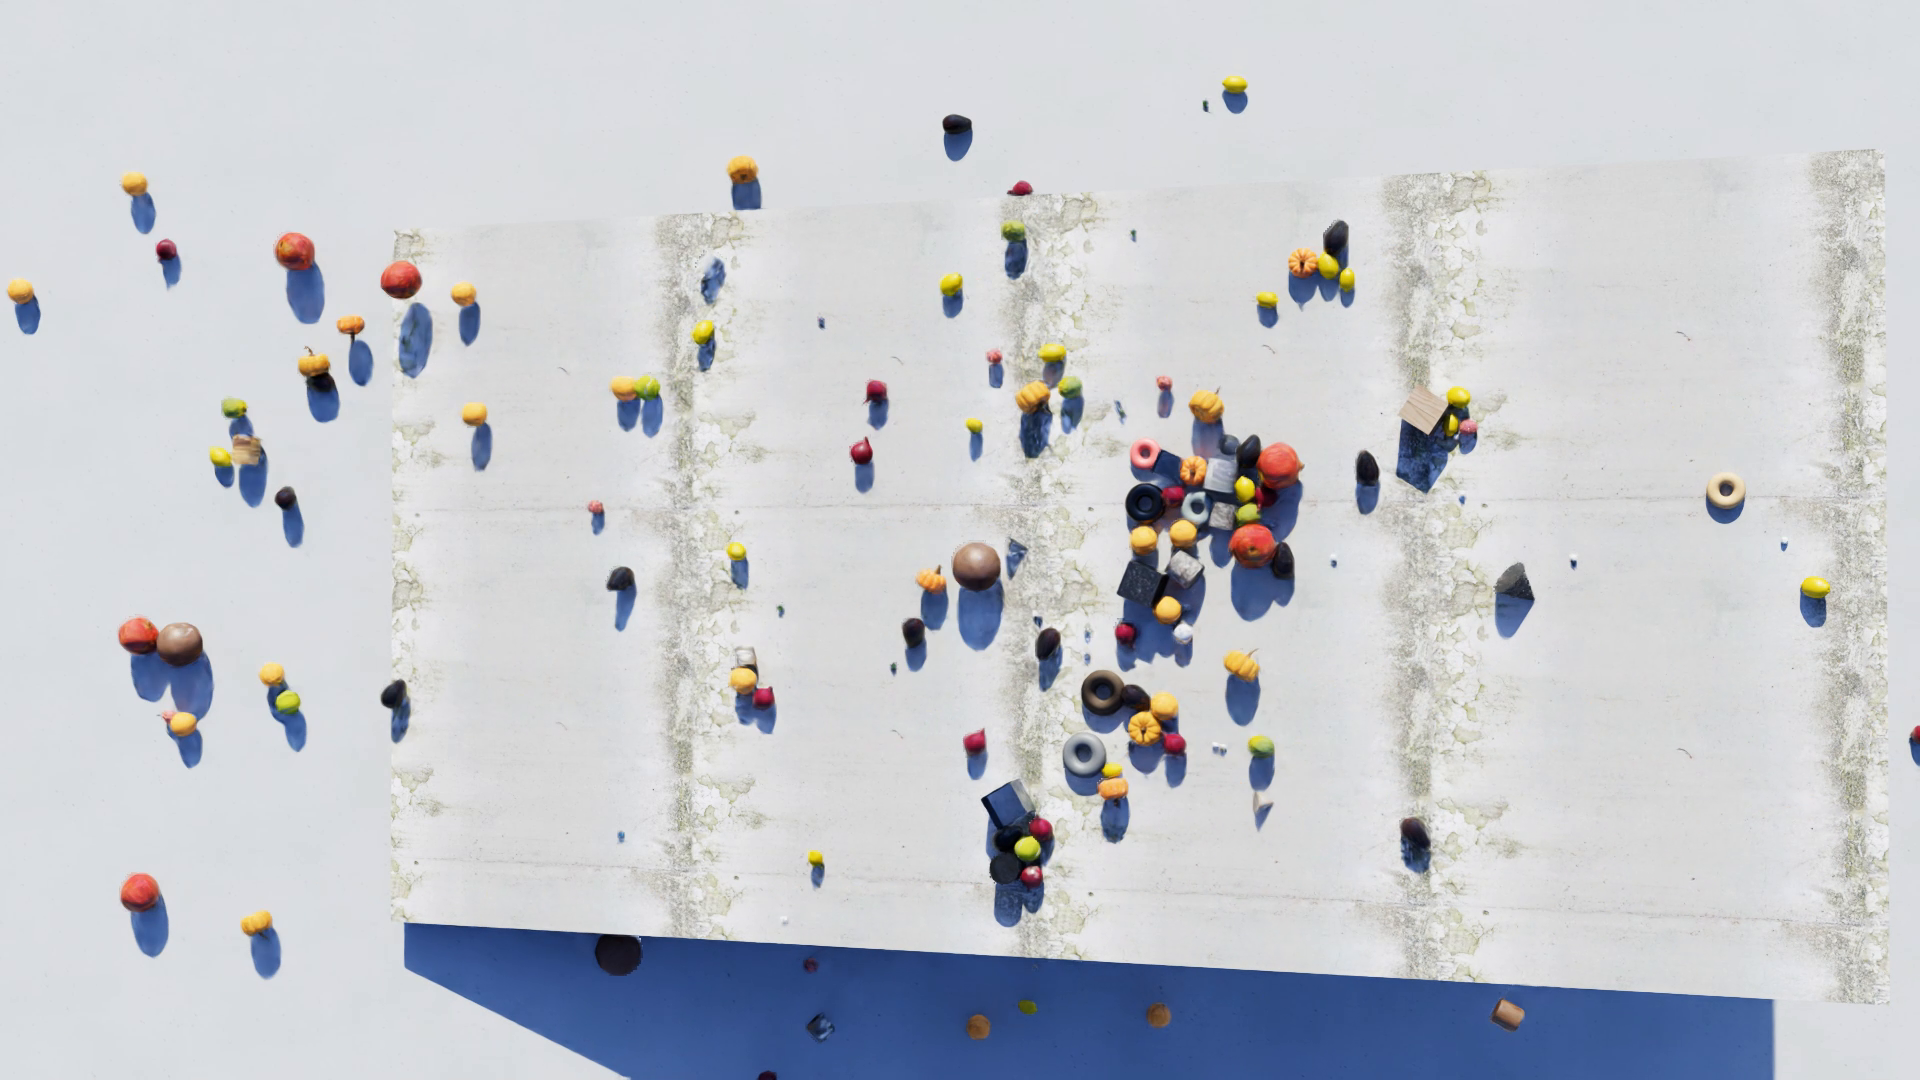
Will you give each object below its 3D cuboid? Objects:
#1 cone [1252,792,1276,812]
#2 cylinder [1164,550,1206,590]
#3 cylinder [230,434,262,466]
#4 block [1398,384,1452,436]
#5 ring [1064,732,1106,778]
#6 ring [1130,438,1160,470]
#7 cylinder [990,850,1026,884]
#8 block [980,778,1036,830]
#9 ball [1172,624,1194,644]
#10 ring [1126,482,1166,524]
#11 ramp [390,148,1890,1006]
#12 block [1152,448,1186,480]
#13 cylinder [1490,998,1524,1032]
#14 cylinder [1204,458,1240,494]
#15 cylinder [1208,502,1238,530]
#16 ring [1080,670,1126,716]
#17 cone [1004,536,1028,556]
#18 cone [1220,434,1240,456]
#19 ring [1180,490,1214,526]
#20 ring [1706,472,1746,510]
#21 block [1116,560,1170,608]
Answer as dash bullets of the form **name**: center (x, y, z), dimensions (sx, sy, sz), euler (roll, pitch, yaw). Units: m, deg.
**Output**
- **cone**: center (0.772, 0.664, 5.561), dimensions (0.051, 0.051, 0.051), euler (2, 89, -9)
- **cylinder**: center (0.573, 0.075, 5.606), dimensions (0.074, 0.074, 0.074), euler (38, 89, 15)
- **cylinder**: center (-2.082, -0.262, 6.417), dimensions (0.079, 0.079, 0.079), euler (8, 95, 0)
- **block**: center (1.146, -0.318, 5.418), dimensions (0.090, 0.090, 0.090), euler (35, 99, 15)
- **ring**: center (0.323, 0.558, 5.697), dimensions (0.120, 0.040, 0.120), euler (-1, 88, 22)
- **ring**: center (0.478, -0.222, 5.666), dimensions (0.083, 0.028, 0.083), euler (0, 90, 17)
- **cylinder**: center (0.125, 0.854, 5.738), dimensions (0.078, 0.078, 0.078), euler (0, 89, 18)
- **block**: center (0.127, 0.688, 5.732), dimensions (0.092, 0.092, 0.092), euler (-32, 80, 15)
- **ball**: center (0.569, 0.240, 5.617), dimensions (0.052, 0.052, 0.052), euler (0, 89, 0)
- **ring**: center (0.478, -0.093, 5.660), dimensions (0.109, 0.036, 0.109), euler (-1, 88, 19)
- **ramp**: center (0.276, 0.093, 5.794), dimensions (4.000, 0.100, 2.000), euler (0, 89, 18)
- **block**: center (0.535, -0.193, 5.630), dimensions (0.061, 0.061, 0.061), euler (26, 97, 17)
- **cylinder**: center (1.339, 1.162, 5.375), dimensions (0.062, 0.062, 0.062), euler (31, 89, 16)
- **cylinder**: center (0.663, -0.163, 5.579), dimensions (0.078, 0.078, 0.078), euler (11, 93, 0)
- **cylinder**: center (0.669, -0.062, 5.583), dimensions (0.064, 0.064, 0.064), euler (12, 93, 0)
- **ring**: center (0.370, 0.395, 5.686), dimensions (0.120, 0.040, 0.120), euler (-1, 88, 18)
- **cone**: center (0.152, 0.021, 5.768), dimensions (0.057, 0.057, 0.057), euler (7, 89, -9)
- **cone**: center (0.680, -0.243, 5.587), dimensions (0.055, 0.055, 0.055), euler (0, 89, 18)
- **ring**: center (0.608, -0.080, 5.620), dimensions (0.092, 0.031, 0.092), euler (0, 89, 17)
- **ring**: center (1.822, -0.118, 5.230), dimensions (0.089, 0.030, 0.089), euler (0, 89, 19)
- **block**: center (0.469, 0.113, 5.629), dimensions (0.093, 0.093, 0.093), euler (23, 96, 17)
